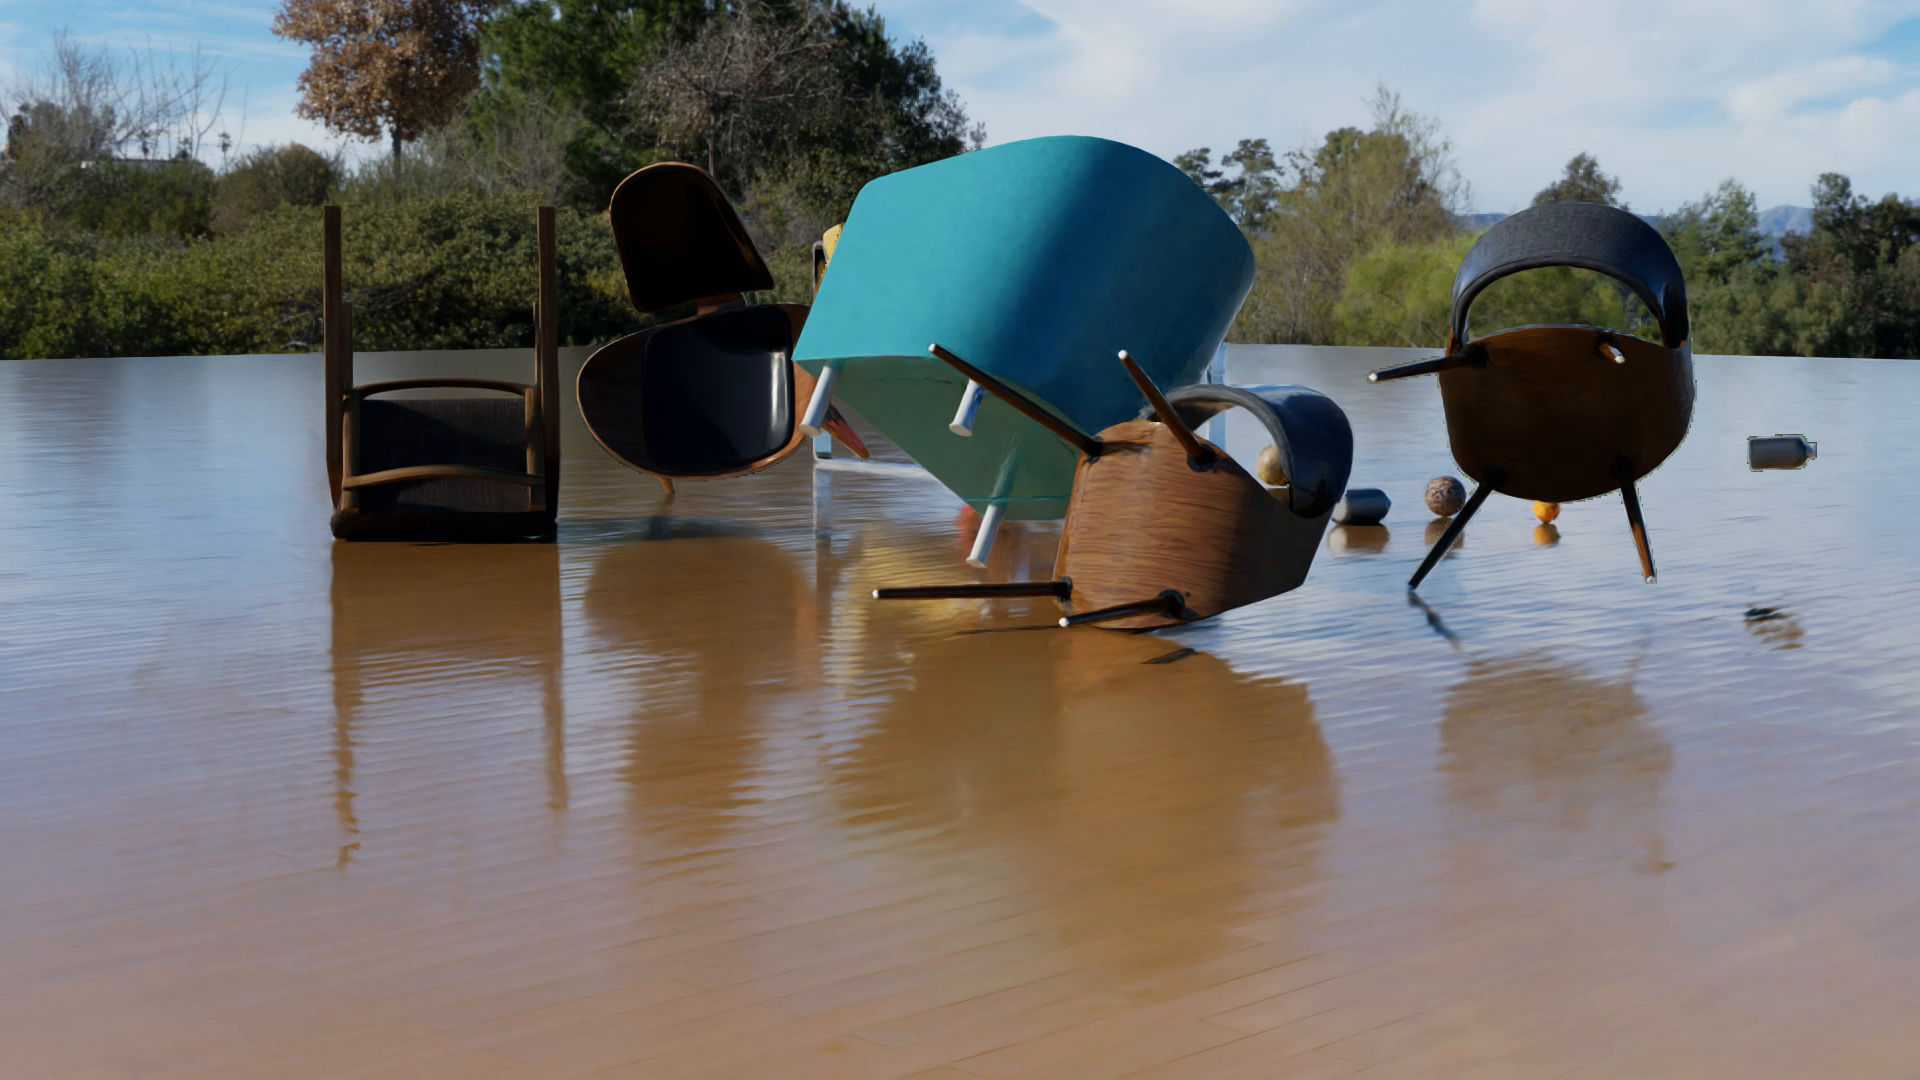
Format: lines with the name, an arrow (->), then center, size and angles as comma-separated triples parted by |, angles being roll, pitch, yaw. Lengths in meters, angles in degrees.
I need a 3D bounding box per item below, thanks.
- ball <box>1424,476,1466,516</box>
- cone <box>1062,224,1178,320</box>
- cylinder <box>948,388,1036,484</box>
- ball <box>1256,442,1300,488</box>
ball -> 1.331, -0.121, 7.033 | 0.113, 0.113, 0.113 | 0, 6, 0
cone -> 0.322, -0.538, 5.636 | 0.236, 0.223, 0.185 | -28, -7, 24
cylinder -> 0.100, -0.324, 7.998 | 0.211, 0.266, 0.151 | -38, 52, -8
ball -> 0.993, -0.234, 8.006 | 0.138, 0.138, 0.138 | 0, 6, 0
